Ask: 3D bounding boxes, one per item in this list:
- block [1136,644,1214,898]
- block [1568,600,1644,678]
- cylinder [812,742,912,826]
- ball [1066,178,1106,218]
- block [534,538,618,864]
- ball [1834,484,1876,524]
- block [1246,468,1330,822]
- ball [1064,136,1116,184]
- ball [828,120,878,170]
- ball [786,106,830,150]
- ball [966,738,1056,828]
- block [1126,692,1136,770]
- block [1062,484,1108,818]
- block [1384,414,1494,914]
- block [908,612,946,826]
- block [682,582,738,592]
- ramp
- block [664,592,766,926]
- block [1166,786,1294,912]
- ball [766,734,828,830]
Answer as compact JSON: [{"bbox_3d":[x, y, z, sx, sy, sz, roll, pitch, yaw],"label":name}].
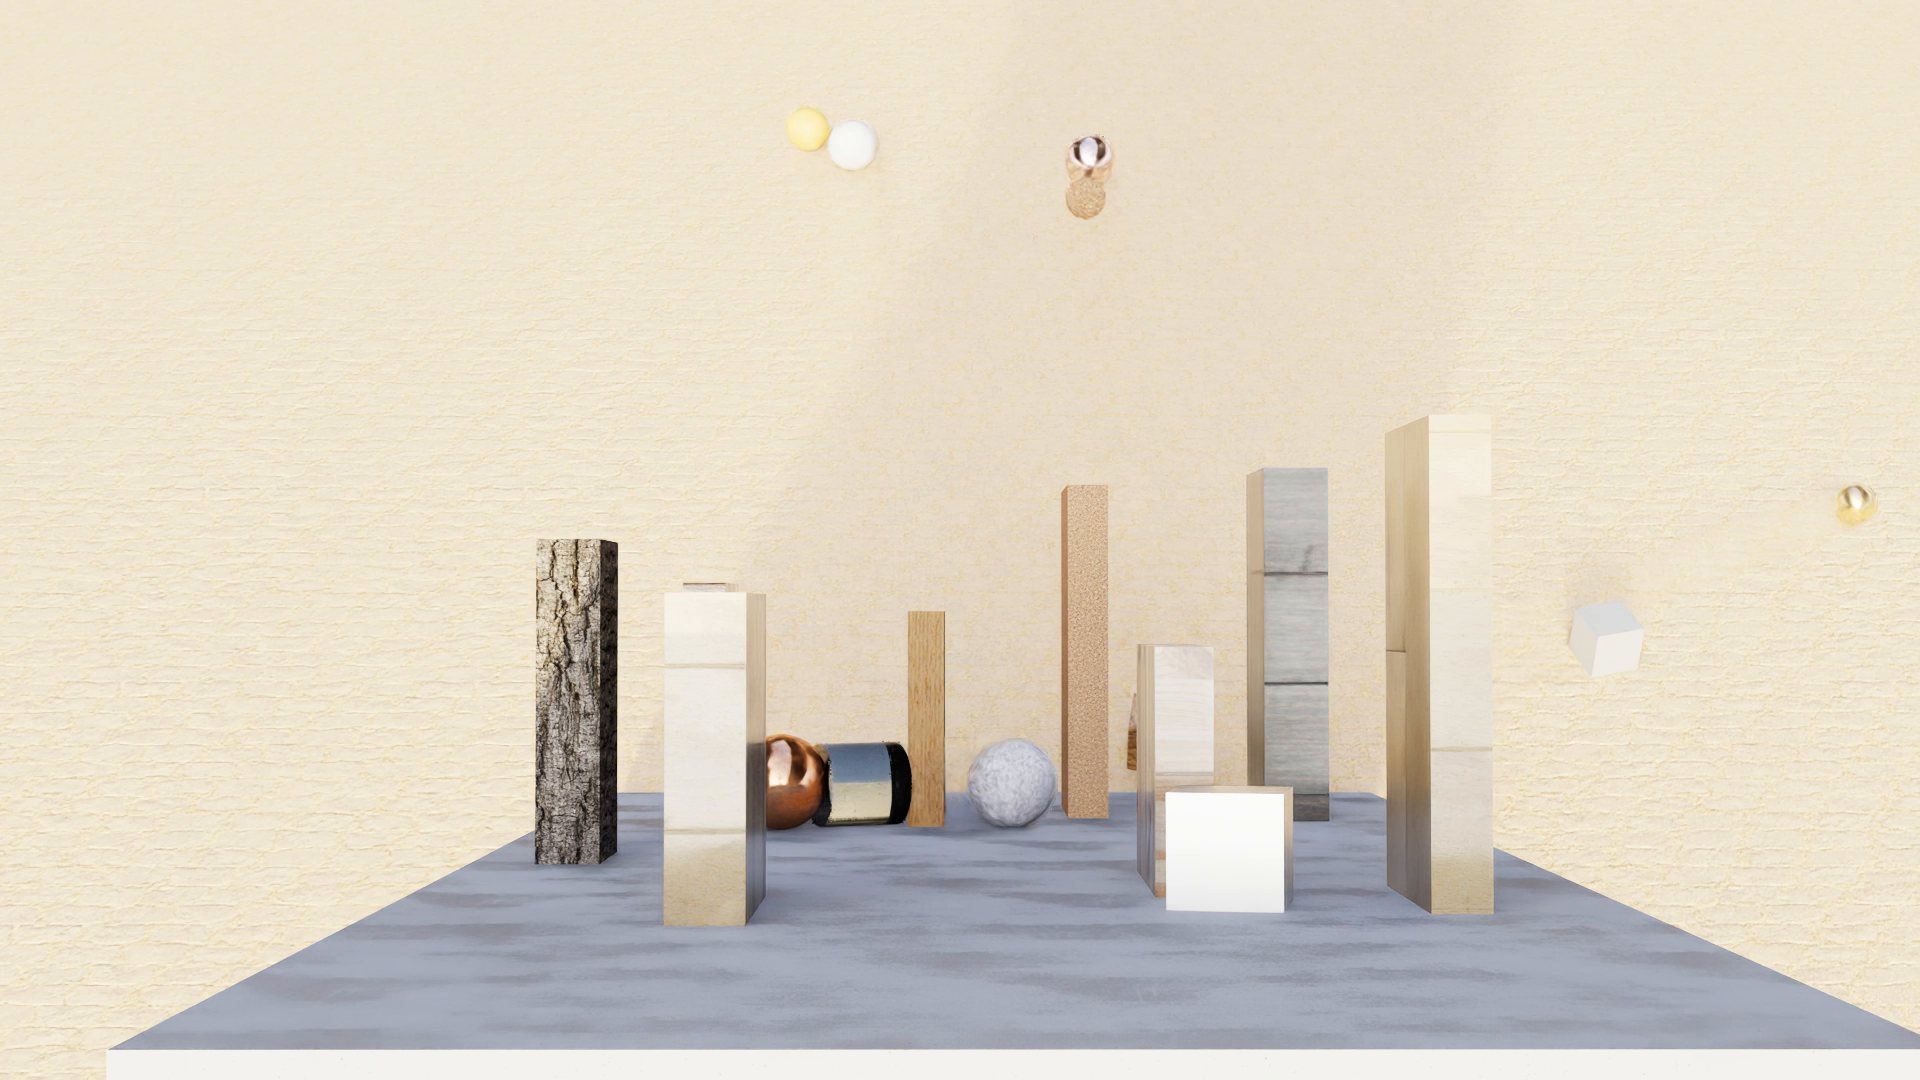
[{"bbox_3d":[0.373,0.391,4.535,0.097,0.415,0.448,0,-2,0],"label":"block"},{"bbox_3d":[1.838,0.281,7.382,0.143,0.143,0.143,-9,35,-13],"label":"block"},{"bbox_3d":[-0.227,0.542,5.762,0.184,0.184,0.184,1,32,-24],"label":"cylinder"},{"bbox_3d":[0.466,-1.268,9.640,0.152,0.152,0.152,0,34,0],"label":"ball"},{"bbox_3d":[-0.737,0.307,5.005,0.121,0.611,0.257,0,-2,0],"label":"block"},{"bbox_3d":[2.749,-0.110,7.973,0.120,0.120,0.120,0,34,0],"label":"ball"},{"bbox_3d":[0.761,0.240,6.048,0.146,0.800,0.354,0,-2,0],"label":"block"},{"bbox_3d":[0.494,-1.432,9.839,0.197,0.197,0.197,0,34,0],"label":"ball"},{"bbox_3d":[-0.412,-1.516,9.968,0.190,0.190,0.190,0,34,0],"label":"ball"},{"bbox_3d":[-0.593,-1.602,10.112,0.170,0.170,0.170,0,34,0],"label":"ball"},{"bbox_3d":[0.112,0.534,5.693,0.195,0.195,0.195,0,34,0],"label":"ball"},{"bbox_3d":[0.534,0.523,7.023,0.148,0.148,0.148,5,35,7],"label":"block"},{"bbox_3d":[0.294,0.261,6.161,0.093,0.766,0.387,0,-2,0],"label":"block"},{"bbox_3d":[0.787,0.200,4.290,0.097,0.784,0.425,0,-2,0],"label":"block"},{"bbox_3d":[-0.075,0.401,5.959,0.080,0.475,0.432,0,-2,0],"label":"block"},{"bbox_3d":[-0.539,0.362,5.623,0.089,0.535,0.331,0,-2,0],"label":"block"},{"bbox_3d":[0.076,0.657,4.808,2.000,0.100,4.000,0,-2,0],"label":"ramp"},{"bbox_3d":[-0.385,0.337,4.130,0.123,0.503,0.414,0,-2,0],"label":"block"},{"bbox_3d":[0.438,0.497,4.198,0.186,0.186,0.186,0,-2,12],"label":"block"},{"bbox_3d":[-0.390,0.526,5.649,0.208,0.208,0.208,0,34,0],"label":"ball"}]
